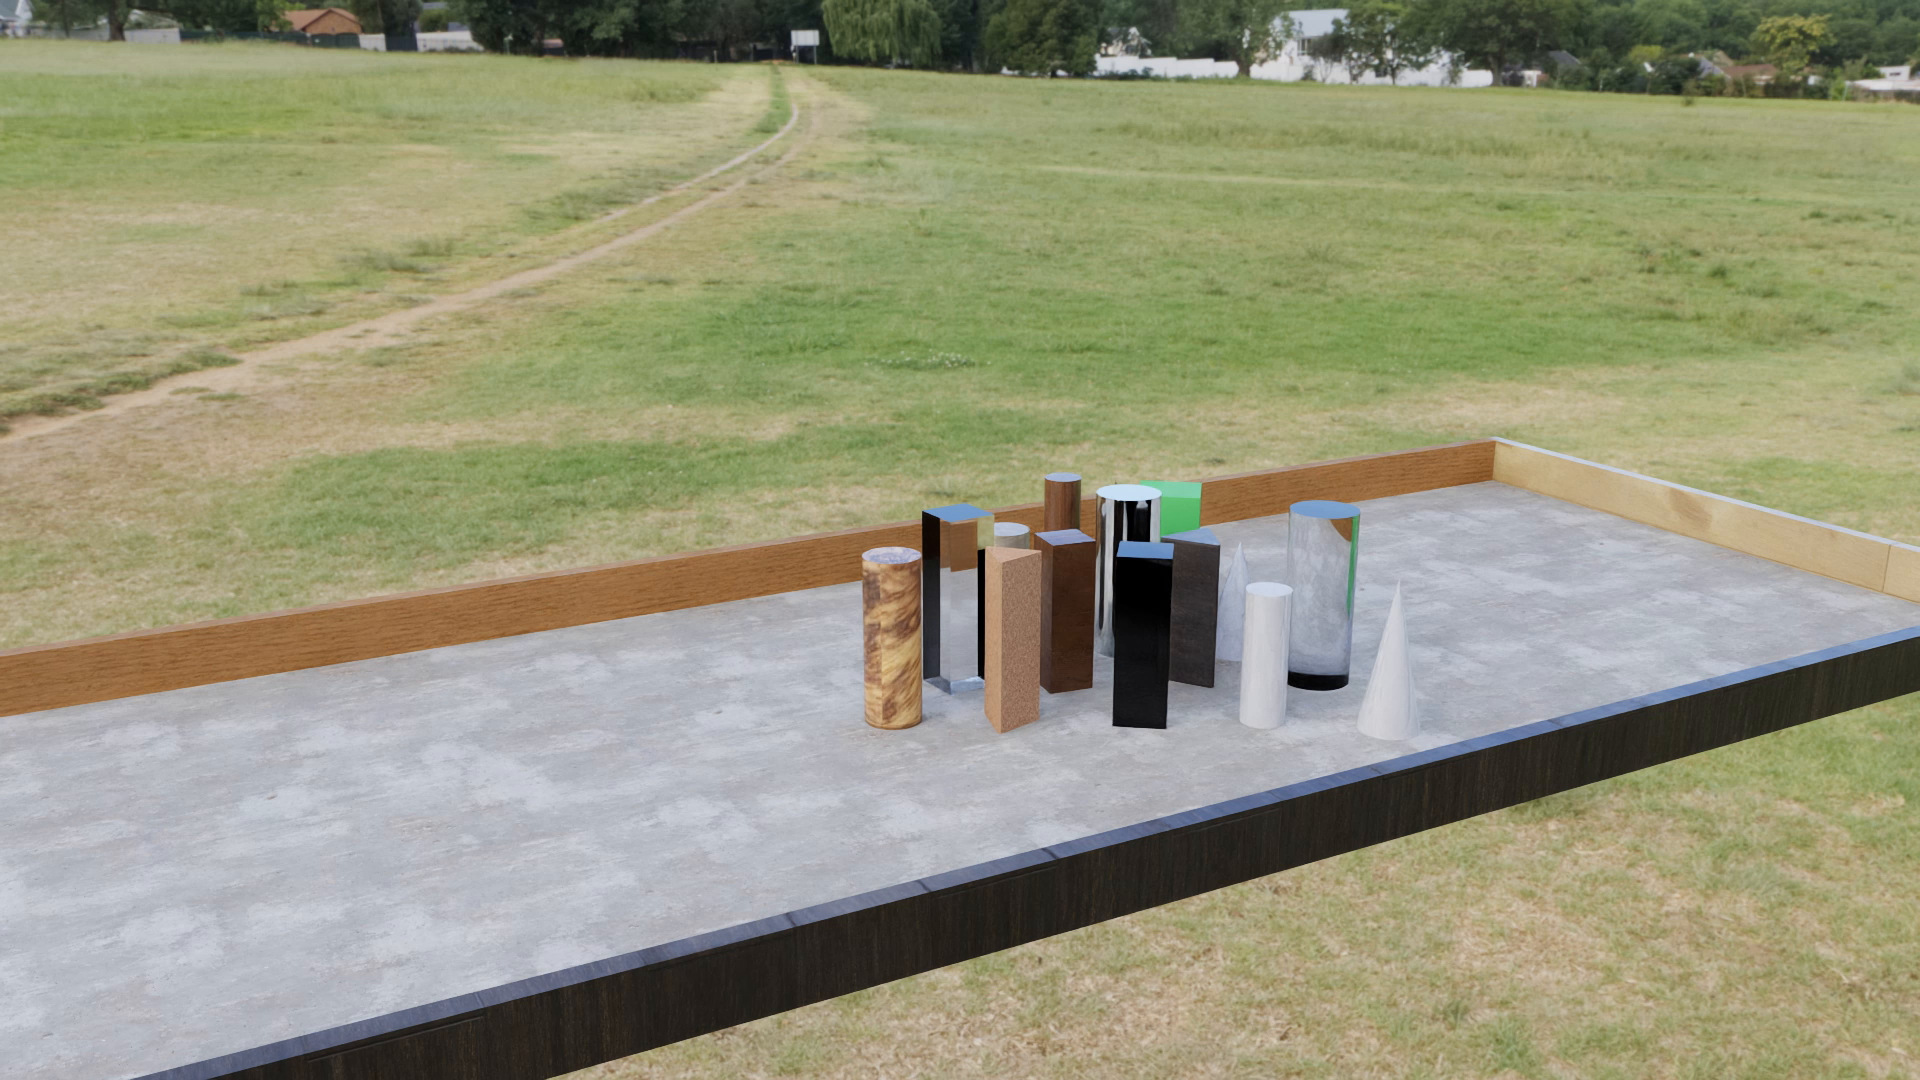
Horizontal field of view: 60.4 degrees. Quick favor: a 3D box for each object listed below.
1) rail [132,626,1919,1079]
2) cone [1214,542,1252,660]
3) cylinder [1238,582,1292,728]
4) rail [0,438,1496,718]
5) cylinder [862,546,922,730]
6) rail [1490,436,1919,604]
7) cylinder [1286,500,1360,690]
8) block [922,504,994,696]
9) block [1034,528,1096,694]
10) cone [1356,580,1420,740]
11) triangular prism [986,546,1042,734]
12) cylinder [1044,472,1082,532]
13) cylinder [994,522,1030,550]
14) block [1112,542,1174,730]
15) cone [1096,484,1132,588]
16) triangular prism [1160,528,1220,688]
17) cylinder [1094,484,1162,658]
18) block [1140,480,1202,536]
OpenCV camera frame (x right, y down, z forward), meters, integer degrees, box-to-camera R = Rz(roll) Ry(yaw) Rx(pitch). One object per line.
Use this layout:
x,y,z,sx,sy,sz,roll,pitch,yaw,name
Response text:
-2.336,1.006,1.665,12.000,0.150,0.050,-9,18,-27,rail
0.728,0.146,4.325,0.171,0.301,0.171,0,16,0,cone
0.715,0.270,3.860,0.108,0.325,0.108,0,16,0,cylinder
-3.305,0.497,3.399,12.000,0.150,0.050,-9,18,-27,rail
-0.157,0.230,3.854,0.137,0.405,0.137,0,16,0,cylinder
2.466,-0.048,5.253,0.050,0.150,2.100,-9,18,-27,rail
0.894,0.137,4.102,0.171,0.443,0.171,0,16,0,cylinder
-0.005,0.145,4.075,0.127,0.443,0.127,-10,19,-32,block
0.256,0.176,4.081,0.114,0.381,0.114,-6,17,-20,block
1.001,0.262,3.807,0.147,0.370,0.147,0,16,0,cone
0.100,0.226,3.849,0.132,0.416,0.114,-15,22,-41,triangular prism
0.281,0.022,4.563,0.101,0.404,0.101,0,16,0,cylinder
0.117,0.127,4.350,0.130,0.324,0.130,0,16,0,cylinder
0.428,0.222,3.859,0.126,0.417,0.126,2,17,8,block
0.456,-0.024,4.874,0.113,0.317,0.113,0,16,0,cone
0.592,0.164,4.140,0.151,0.371,0.131,9,18,27,triangular prism
0.437,0.082,4.320,0.168,0.427,0.168,0,16,0,cylinder
0.578,0.034,4.595,0.171,0.363,0.171,3,17,9,block
